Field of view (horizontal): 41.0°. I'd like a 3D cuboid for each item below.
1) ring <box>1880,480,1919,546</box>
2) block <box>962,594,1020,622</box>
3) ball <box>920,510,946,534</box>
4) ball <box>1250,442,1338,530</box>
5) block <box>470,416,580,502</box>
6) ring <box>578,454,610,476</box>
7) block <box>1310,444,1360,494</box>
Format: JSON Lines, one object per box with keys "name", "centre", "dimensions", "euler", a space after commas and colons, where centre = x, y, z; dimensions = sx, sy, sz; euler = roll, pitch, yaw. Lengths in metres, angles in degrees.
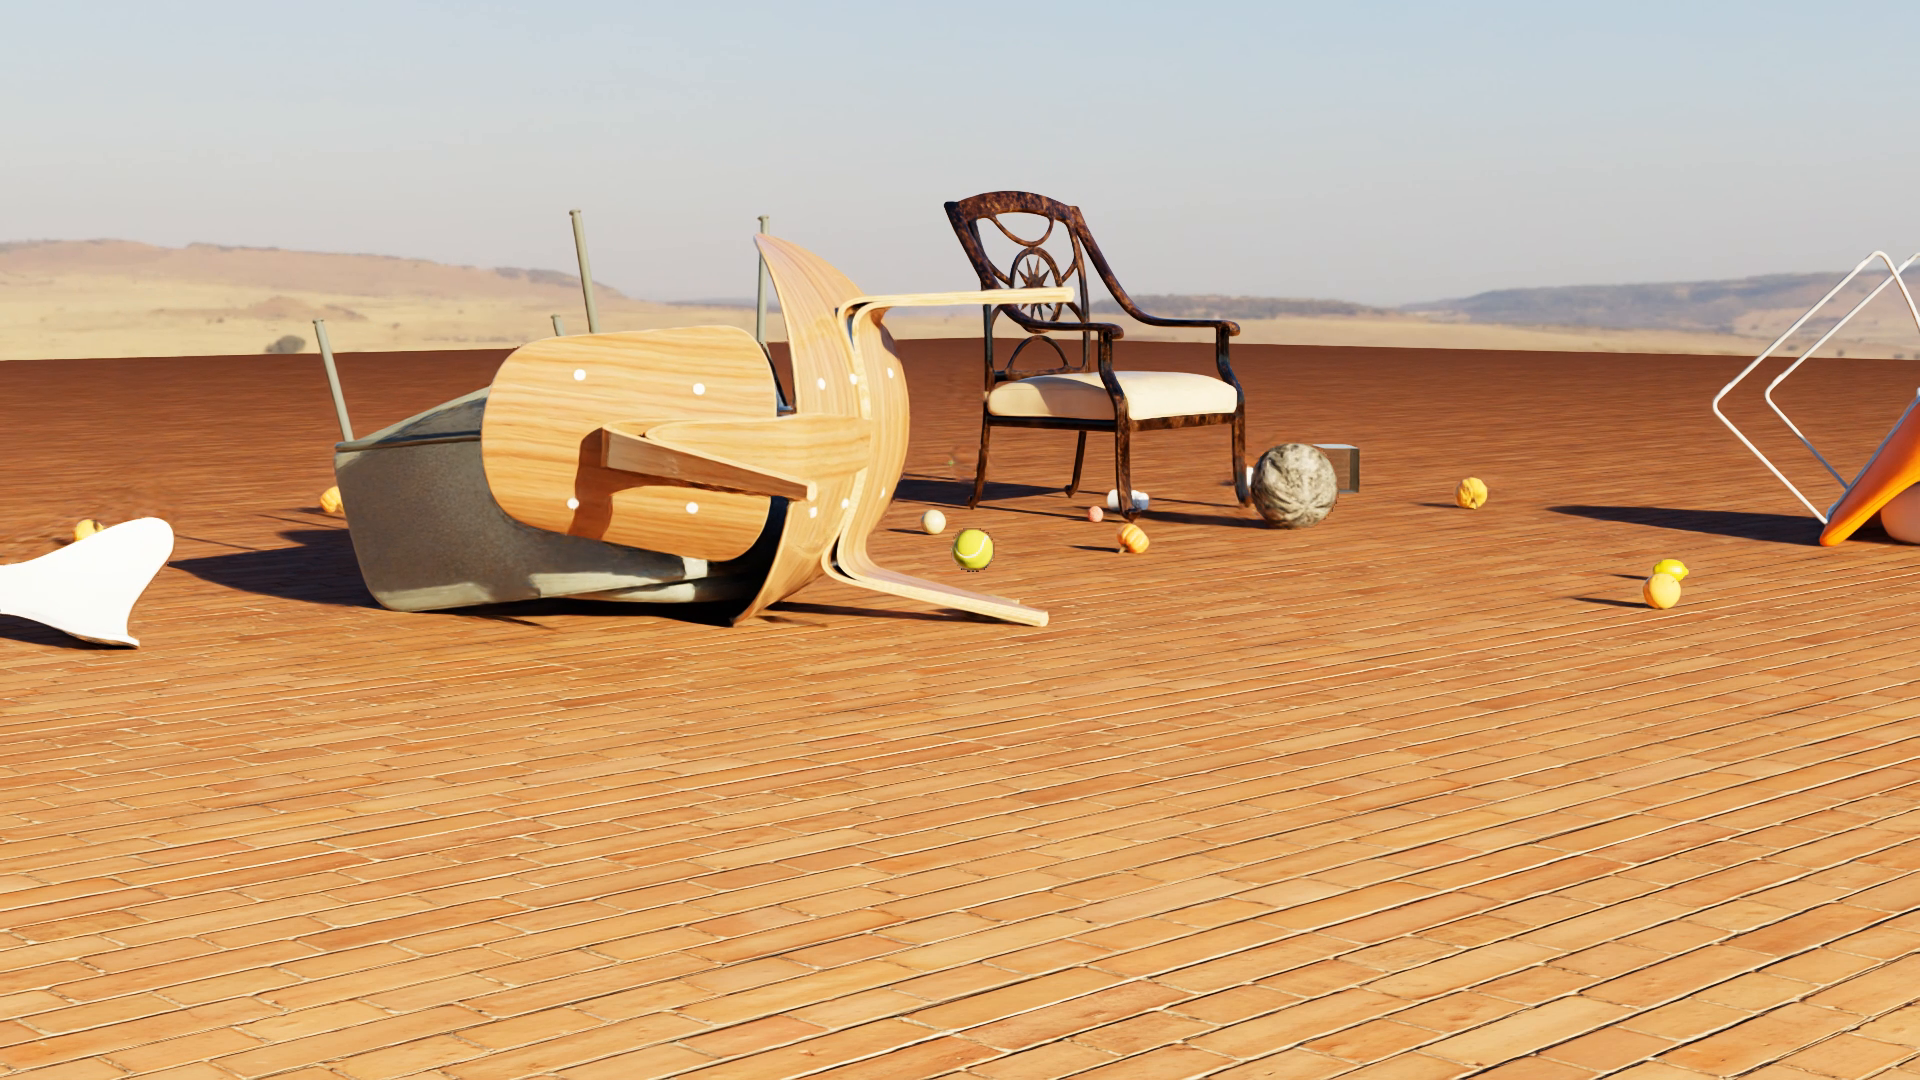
{"name": "ring", "centre": [2.445, -0.063, 6.276], "dimensions": [0.387, 0.157, 0.218], "euler": [4, 5, 44]}
{"name": "block", "centre": [0.058, 0.131, 4.951], "dimensions": [0.066, 0.038, 0.102], "euler": [-4, 7, -32]}
{"name": "ball", "centre": [-0.068, -0.045, 6.539], "dimensions": [0.064, 0.064, 0.064], "euler": [0, 6, 0]}
{"name": "ball", "centre": [0.869, -0.141, 6.684], "dimensions": [0.226, 0.226, 0.226], "euler": [0, 6, 0]}
{"name": "block", "centre": [-1.289, -0.243, 7.607], "dimensions": [0.220, 0.238, 0.284], "euler": [2, 6, 14]}
{"name": "ring", "centre": [-1.294, -0.247, 8.512], "dimensions": [0.272, 0.063, 0.257], "euler": [4, 7, 33]}
{"name": "block", "centre": [1.151, -0.220, 7.880], "dimensions": [0.109, 0.136, 0.189], "euler": [0, 6, -4]}
